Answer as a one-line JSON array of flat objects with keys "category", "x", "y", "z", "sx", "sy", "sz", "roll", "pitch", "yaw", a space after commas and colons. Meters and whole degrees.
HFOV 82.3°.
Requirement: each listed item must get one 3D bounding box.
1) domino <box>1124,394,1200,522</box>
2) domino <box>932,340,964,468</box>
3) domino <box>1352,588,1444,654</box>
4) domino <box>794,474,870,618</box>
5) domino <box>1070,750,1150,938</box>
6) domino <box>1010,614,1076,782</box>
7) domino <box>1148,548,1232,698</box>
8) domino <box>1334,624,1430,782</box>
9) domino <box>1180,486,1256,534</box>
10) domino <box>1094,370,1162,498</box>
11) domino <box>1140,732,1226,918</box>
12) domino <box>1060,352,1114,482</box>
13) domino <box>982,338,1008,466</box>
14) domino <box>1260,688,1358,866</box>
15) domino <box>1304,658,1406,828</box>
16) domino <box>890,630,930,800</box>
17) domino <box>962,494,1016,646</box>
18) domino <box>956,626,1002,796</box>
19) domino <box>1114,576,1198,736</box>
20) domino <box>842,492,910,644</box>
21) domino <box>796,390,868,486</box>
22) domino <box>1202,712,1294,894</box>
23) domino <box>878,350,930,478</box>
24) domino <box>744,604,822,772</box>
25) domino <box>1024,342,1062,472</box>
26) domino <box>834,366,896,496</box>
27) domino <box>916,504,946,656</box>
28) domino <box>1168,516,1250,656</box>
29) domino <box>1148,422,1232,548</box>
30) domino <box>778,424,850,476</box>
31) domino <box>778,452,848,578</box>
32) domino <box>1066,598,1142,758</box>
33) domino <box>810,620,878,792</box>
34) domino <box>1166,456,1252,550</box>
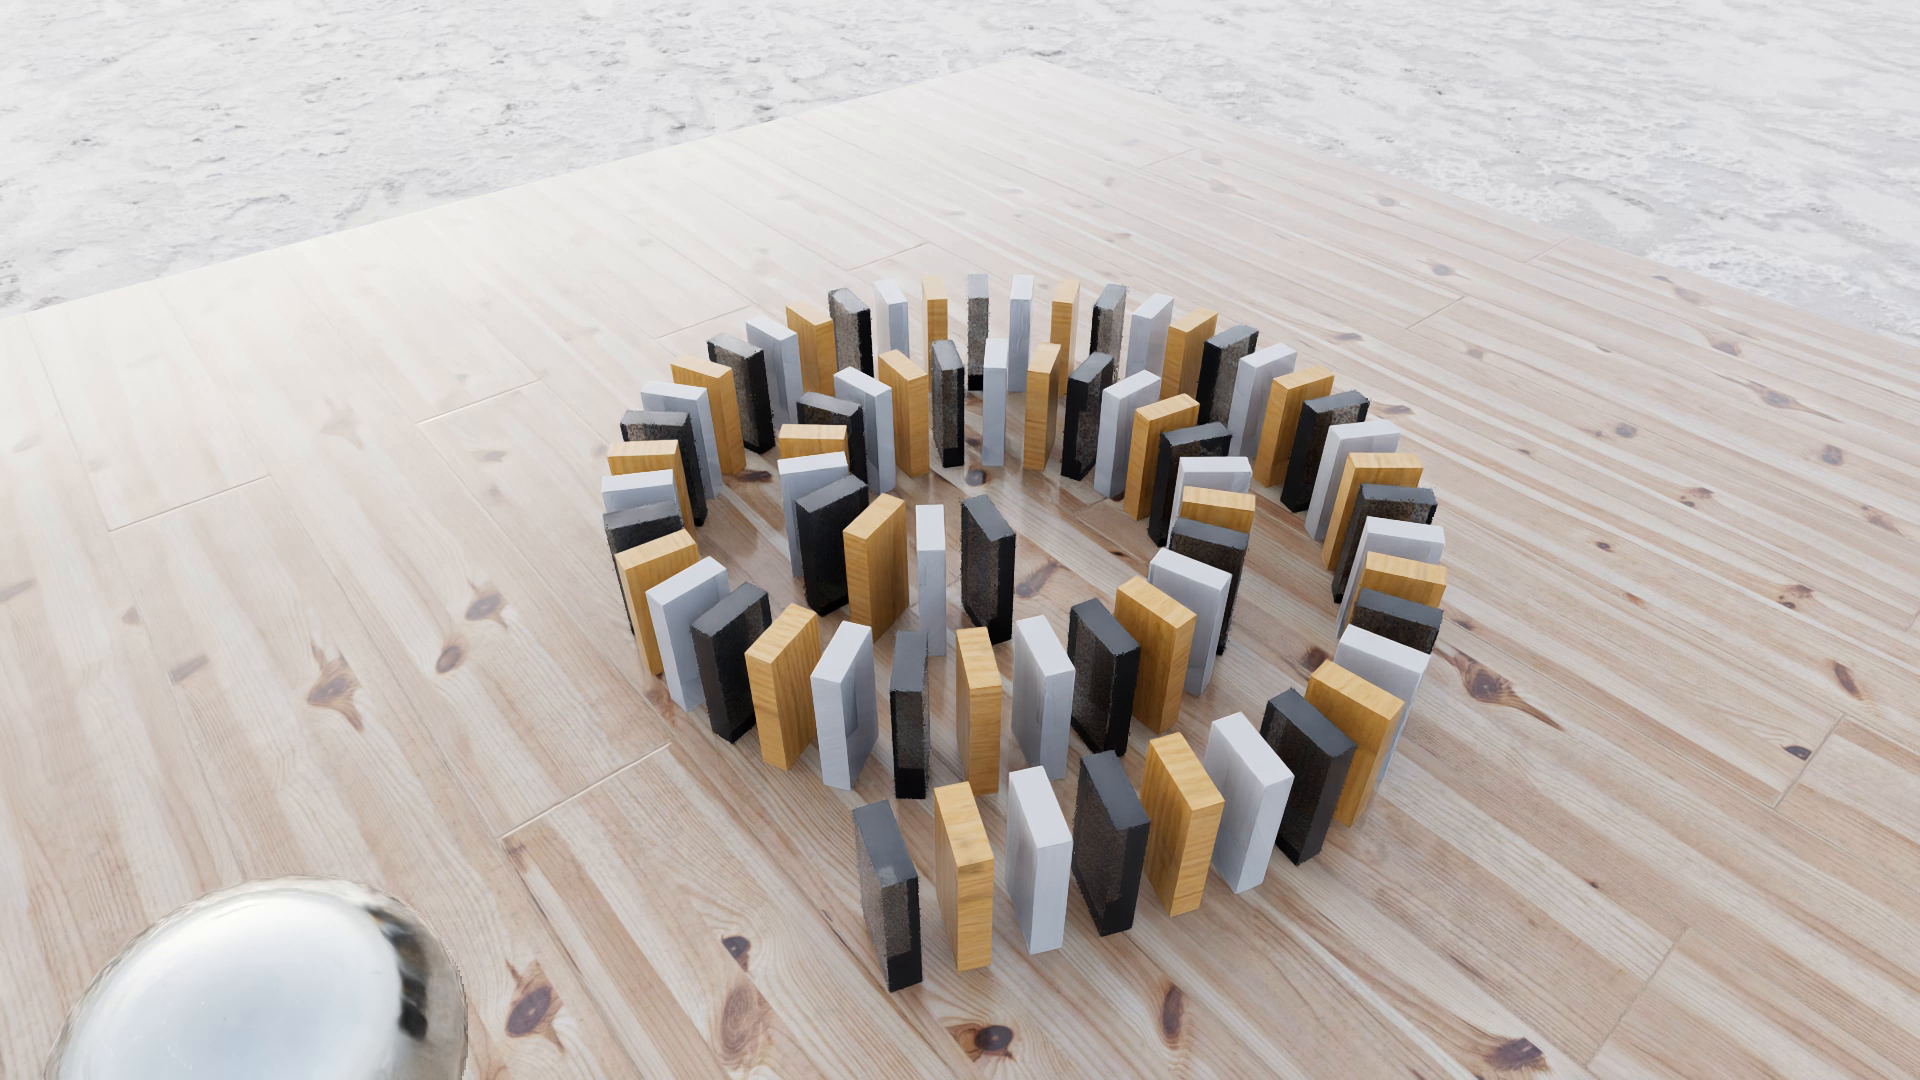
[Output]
[{"category": "domino", "x": 0.082, "y": -0.034, "z": 0.452, "sx": 0.025, "sy": 0.050, "sz": 0.009, "roll": -20, "pitch": 43, "yaw": -22}, {"category": "domino", "x": -0.005, "y": -0.060, "z": 0.484, "sx": 0.009, "sy": 0.050, "sz": 0.025, "roll": -8, "pitch": 40, "yaw": -9}, {"category": "domino", "x": 0.138, "y": 0.041, "z": 0.362, "sx": 0.025, "sy": 0.050, "sz": 0.009, "roll": 17, "pitch": 42, "yaw": 20}, {"category": "domino", "x": -0.046, "y": 0.003, "z": 0.408, "sx": 0.025, "sy": 0.050, "sz": 0.009, "roll": -28, "pitch": 47, "yaw": -30}, {"category": "domino", "x": 0.041, "y": 0.085, "z": 0.307, "sx": 0.009, "sy": 0.050, "sz": 0.025, "roll": -10, "pitch": 40, "yaw": -13}, {"category": "domino", "x": 0.026, "y": 0.051, "z": 0.349, "sx": 0.009, "sy": 0.050, "sz": 0.025, "roll": -12, "pitch": 41, "yaw": -14}, {"category": "domino", "x": 0.076, "y": 0.029, "z": 0.376, "sx": 0.025, "sy": 0.050, "sz": 0.010, "roll": 23, "pitch": 44, "yaw": 25}, {"category": "domino", "x": 0.128, "y": 0.052, "z": 0.348, "sx": 0.025, "sy": 0.050, "sz": 0.009, "roll": 23, "pitch": 44, "yaw": 25}, {"category": "domino", "x": 0.092, "y": 0.004, "z": 0.406, "sx": 0.025, "sy": 0.050, "sz": 0.010, "roll": 9, "pitch": 40, "yaw": 10}, {"category": "domino", "x": 0.071, "y": -0.044, "z": 0.466, "sx": 0.025, "sy": 0.050, "sz": 0.010, "roll": -28, "pitch": 47, "yaw": -30}, {"category": "domino", "x": 0.061, "y": 0.081, "z": 0.312, "sx": 0.009, "sy": 0.050, "sz": 0.025, "roll": -12, "pitch": 41, "yaw": -15}, {"category": "domino", "x": 0.055, "y": -0.053, "z": 0.476, "sx": 0.009, "sy": 0.050, "sz": 0.025, "roll": 21, "pitch": 44, "yaw": 24}, {"category": "domino", "x": 0.015, "y": -0.060, "z": 0.485, "sx": 0.009, "sy": 0.050, "sz": 0.025, "roll": 2, "pitch": 39, "yaw": 3}, {"category": "domino", "x": 0.099, "y": 0.071, "z": 0.325, "sx": 0.009, "sy": 0.050, "sz": 0.025, "roll": -21, "pitch": 44, "yaw": -24}, {"category": "domino", "x": 0.115, "y": 0.063, "z": 0.335, "sx": 0.025, "sy": 0.050, "sz": 0.010, "roll": 31, "pitch": 49, "yaw": 32}, {"category": "domino", "x": -0.015, "y": 0.055, "z": 0.344, "sx": 0.010, "sy": 0.050, "sz": 0.025, "roll": 1, "pitch": 39, "yaw": 2}, {"category": "domino", "x": 0.010, "y": 0.011, "z": 0.398, "sx": 0.010, "sy": 0.050, "sz": 0.025, "roll": -15, "pitch": 42, "yaw": -18}, {"category": "domino", "x": 0.006, "y": 0.054, "z": 0.345, "sx": 0.009, "sy": 0.050, "sz": 0.025, "roll": -6, "pitch": 40, "yaw": -7}, {"category": "domino", "x": 0.062, "y": 0.039, "z": 0.364, "sx": 0.010, "sy": 0.050, "sz": 0.025, "roll": -29, "pitch": 47, "yaw": -31}, {"category": "domino", "x": -0.030, "y": 0.011, "z": 0.398, "sx": 0.009, "sy": 0.050, "sz": 0.025, "roll": 20, "pitch": 43, "yaw": 23}, {"category": "domino", "x": -0.052, "y": -0.035, "z": 0.454, "sx": 0.025, "sy": 0.050, "sz": 0.010, "roll": 17, "pitch": 42, "yaw": 19}, {"category": "domino", "x": 0.080, "y": 0.077, "z": 0.318, "sx": 0.009, "sy": 0.050, "sz": 0.025, "roll": -15, "pitch": 42, "yaw": -18}, {"category": "domino", "x": -0.024, "y": -0.054, "z": 0.478, "sx": 0.009, "sy": 0.050, "sz": 0.025, "roll": -23, "pitch": 44, "yaw": -25}, {"category": "domino", "x": -0.055, "y": 0.048, "z": 0.353, "sx": 0.009, "sy": 0.050, "sz": 0.025, "roll": 18, "pitch": 43, "yaw": 21}, {"category": "domino", "x": 0.036, "y": -0.058, "z": 0.483, "sx": 0.010, "sy": 0.050, "sz": 0.025, "roll": 10, "pitch": 40, "yaw": 12}, {"category": "domino", "x": -0.040, "y": -0.046, "z": 0.468, "sx": 0.025, "sy": 0.050, "sz": 0.010, "roll": 31, "pitch": 48, "yaw": 32}, {"category": "domino", "x": -0.010, "y": 0.015, "z": 0.393, "sx": 0.009, "sy": 0.050, "sz": 0.025, "roll": -2, "pitch": 39, "yaw": -2}, {"category": "domino", "x": 0.085, "y": 0.017, "z": 0.391, "sx": 0.025, "sy": 0.050, "sz": 0.010, "roll": 15, "pitch": 42, "yaw": 17}, {"category": "domino", "x": 0.091, "y": -0.022, "z": 0.438, "sx": 0.025, "sy": 0.050, "sz": 0.009, "roll": -12, "pitch": 41, "yaw": -14}, {"category": "domino", "x": -0.057, "y": -0.022, "z": 0.439, "sx": 0.025, "sy": 0.050, "sz": 0.009, "roll": 1, "pitch": 39, "yaw": 2}, {"category": "domino", "x": -0.055, "y": -0.009, "z": 0.423, "sx": 0.025, "sy": 0.050, "sz": 0.009, "roll": -8, "pitch": 40, "yaw": -10}, {"category": "domino", "x": 0.045, "y": 0.046, "z": 0.355, "sx": 0.009, "sy": 0.050, "sz": 0.025, "roll": -18, "pitch": 43, "yaw": -21}, {"category": "domino", "x": -0.036, "y": 0.053, "z": 0.347, "sx": 0.009, "sy": 0.050, "sz": 0.025, "roll": 12, "pitch": 41, "yaw": 14}, {"category": "domino", "x": 0.095, "y": -0.009, "z": 0.422, "sx": 0.025, "sy": 0.050, "sz": 0.009, "roll": 0, "pitch": 39, "yaw": 0}]
